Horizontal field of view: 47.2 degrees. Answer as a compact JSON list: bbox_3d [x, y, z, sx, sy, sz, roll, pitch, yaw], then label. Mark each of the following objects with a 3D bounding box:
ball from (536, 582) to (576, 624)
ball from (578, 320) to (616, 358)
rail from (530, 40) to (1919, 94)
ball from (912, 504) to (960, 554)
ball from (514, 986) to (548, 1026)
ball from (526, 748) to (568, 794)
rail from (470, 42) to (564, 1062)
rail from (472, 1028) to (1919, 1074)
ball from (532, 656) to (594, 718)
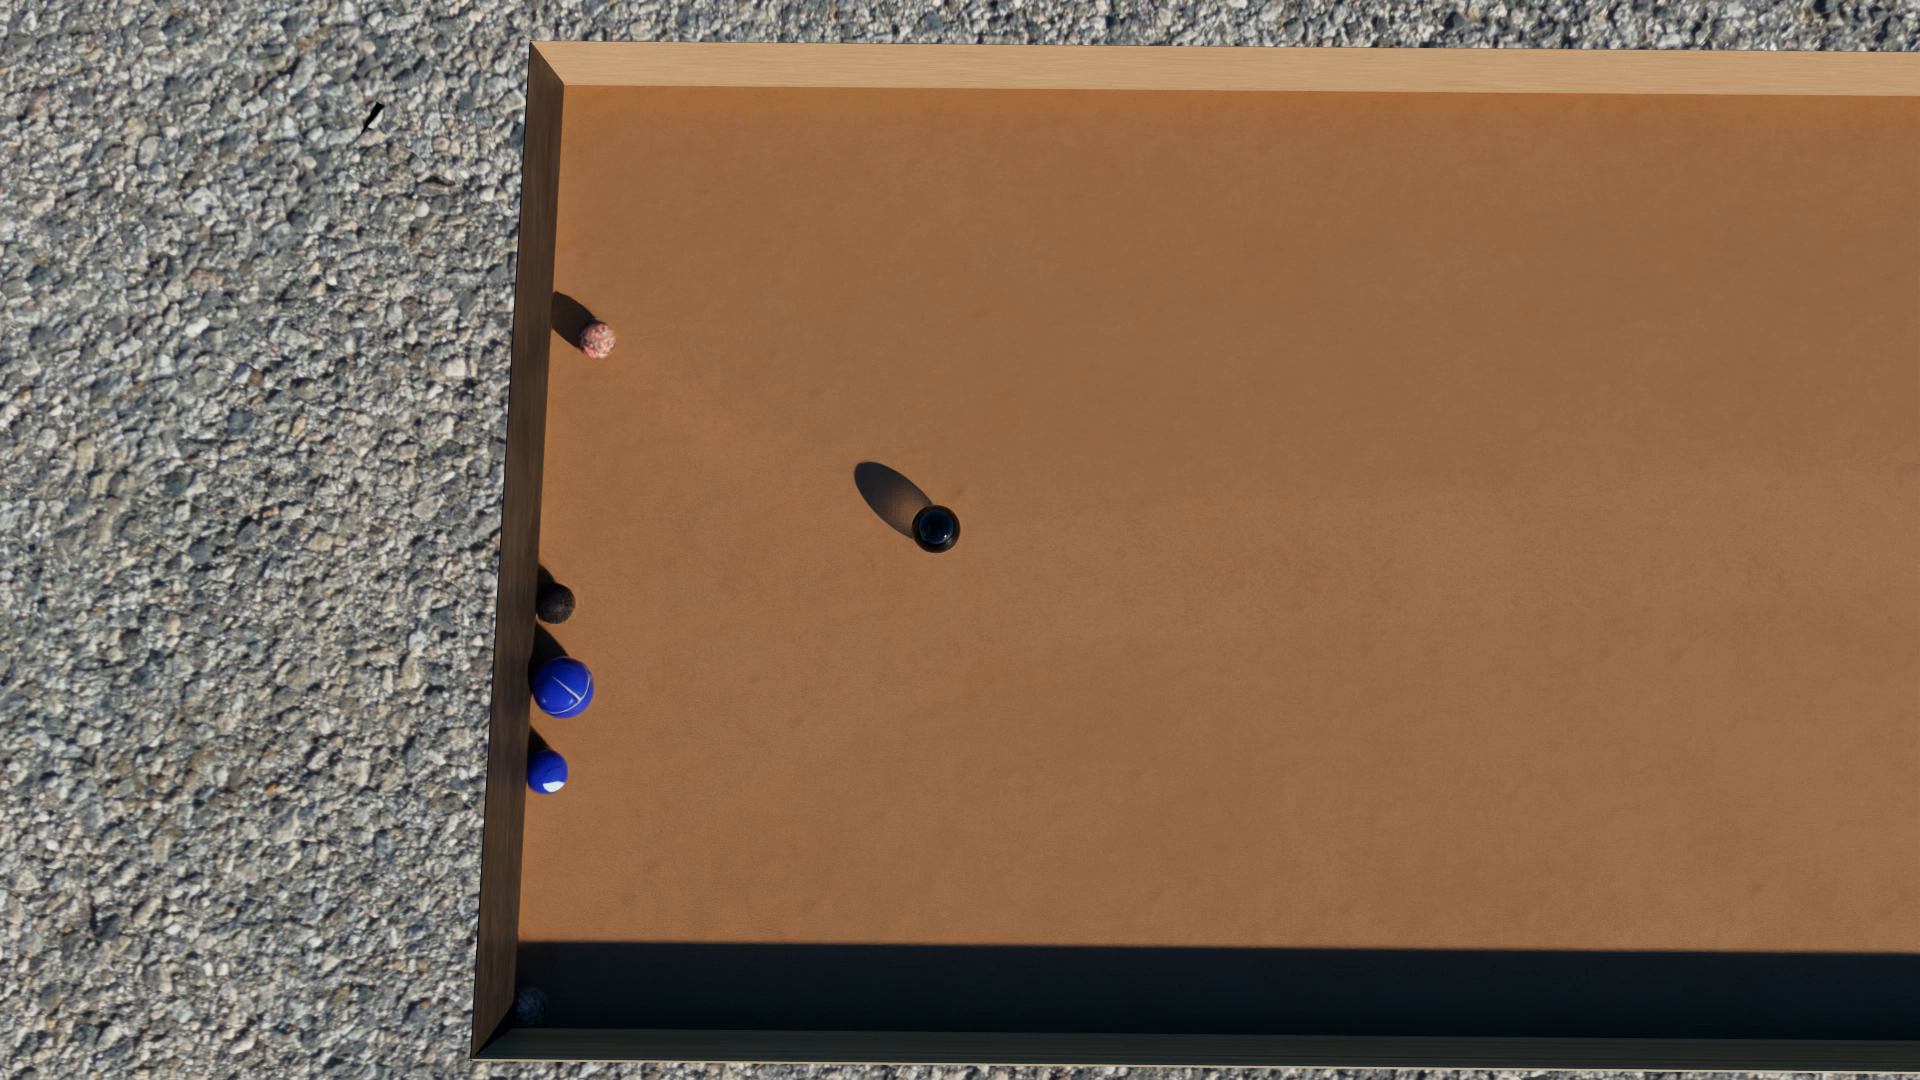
[{"bbox_3d":[-0.610,0.095,3.305,0.062,0.062,0.062,0,77,0],"label":"ball"},{"bbox_3d":[-0.562,-0.310,3.402,0.059,0.059,0.059,0,77,0],"label":"ball"},{"bbox_3d":[0.683,-0.730,3.470,2.708,0.119,0.045,0,77,0],"label":"rail"},{"bbox_3d":[-0.036,-0.016,3.325,0.075,0.075,0.075,0,77,0],"label":"ball"},{"bbox_3d":[-0.622,0.672,3.171,0.057,0.057,0.057,0,77,0],"label":"ball"},{"bbox_3d":[-0.611,0.341,3.245,0.065,0.065,0.065,0,77,0],"label":"ball"},{"bbox_3d":[-0.653,-0.012,3.300,0.045,0.119,1.546,0,77,0],"label":"rail"},{"bbox_3d":[0.670,0.728,3.124,2.708,0.119,0.045,0,77,0],"label":"rail"},{"bbox_3d":[-0.588,0.218,3.261,0.092,0.092,0.092,0,77,0],"label":"ball"}]
